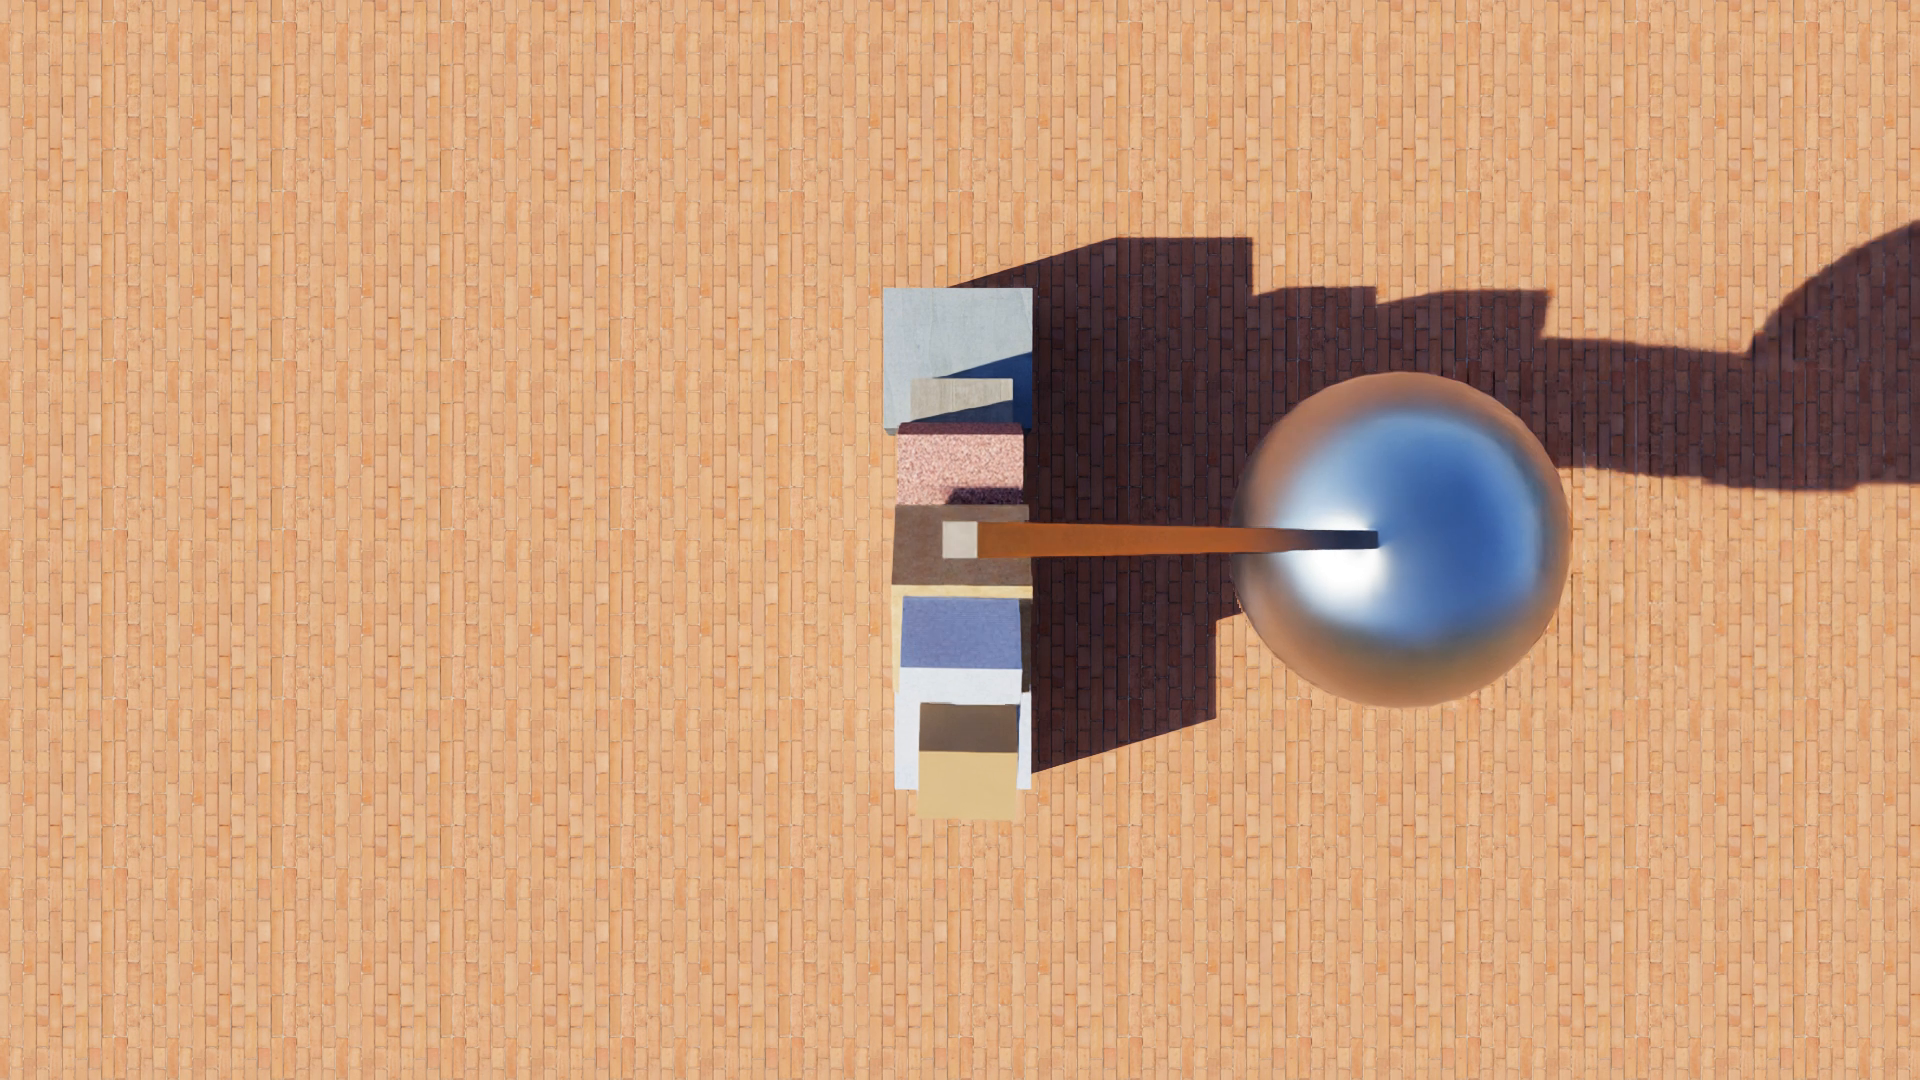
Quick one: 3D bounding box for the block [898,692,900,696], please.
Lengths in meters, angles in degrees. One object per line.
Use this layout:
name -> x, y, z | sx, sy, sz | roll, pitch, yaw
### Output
block -> -0.018, 0.551, 11.981 | 0.616, 0.593, 0.577 | 0, 89, 0

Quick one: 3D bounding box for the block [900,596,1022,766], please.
block -> -0.001, 0.648, 10.125 | 0.541, 0.566, 0.548 | 1, 123, -1

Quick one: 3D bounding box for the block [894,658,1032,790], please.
block -> 0.017, 1.026, 12.637 | 0.762, 0.725, 0.730 | 0, 90, 0

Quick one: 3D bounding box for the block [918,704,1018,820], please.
block -> 0.033, 0.986, 9.798 | 0.431, 0.349, 0.377 | 1, 123, -1

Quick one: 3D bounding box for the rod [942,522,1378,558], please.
rod -> 0.899, 0.000, 7.235 | 0.080, 5.200, 0.080 | 0, 90, 20

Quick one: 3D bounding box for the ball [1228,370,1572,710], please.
ball -> 2.074, 0.000, 10.425 | 1.600, 1.600, 1.600 | 0, 90, 0

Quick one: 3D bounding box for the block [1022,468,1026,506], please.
block -> 0.014, -0.066, 12.088 | 0.686, 0.607, 0.647 | 0, 90, 0

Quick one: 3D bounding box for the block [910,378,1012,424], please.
block -> 0.009, -0.630, 11.861 | 0.538, 0.547, 0.447 | 0, 91, 0

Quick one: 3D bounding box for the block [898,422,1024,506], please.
block -> 0.001, -0.244, 11.294 | 0.627, 0.632, 0.658 | 0, 98, 0

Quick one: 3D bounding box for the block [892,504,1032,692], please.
block -> 0.008, 0.278, 10.649 | 0.655, 0.715, 0.613 | 0, 122, 0

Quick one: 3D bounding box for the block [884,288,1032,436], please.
block -> -0.011, -1.004, 12.567 | 0.821, 0.865, 0.774 | 0, 90, 0
